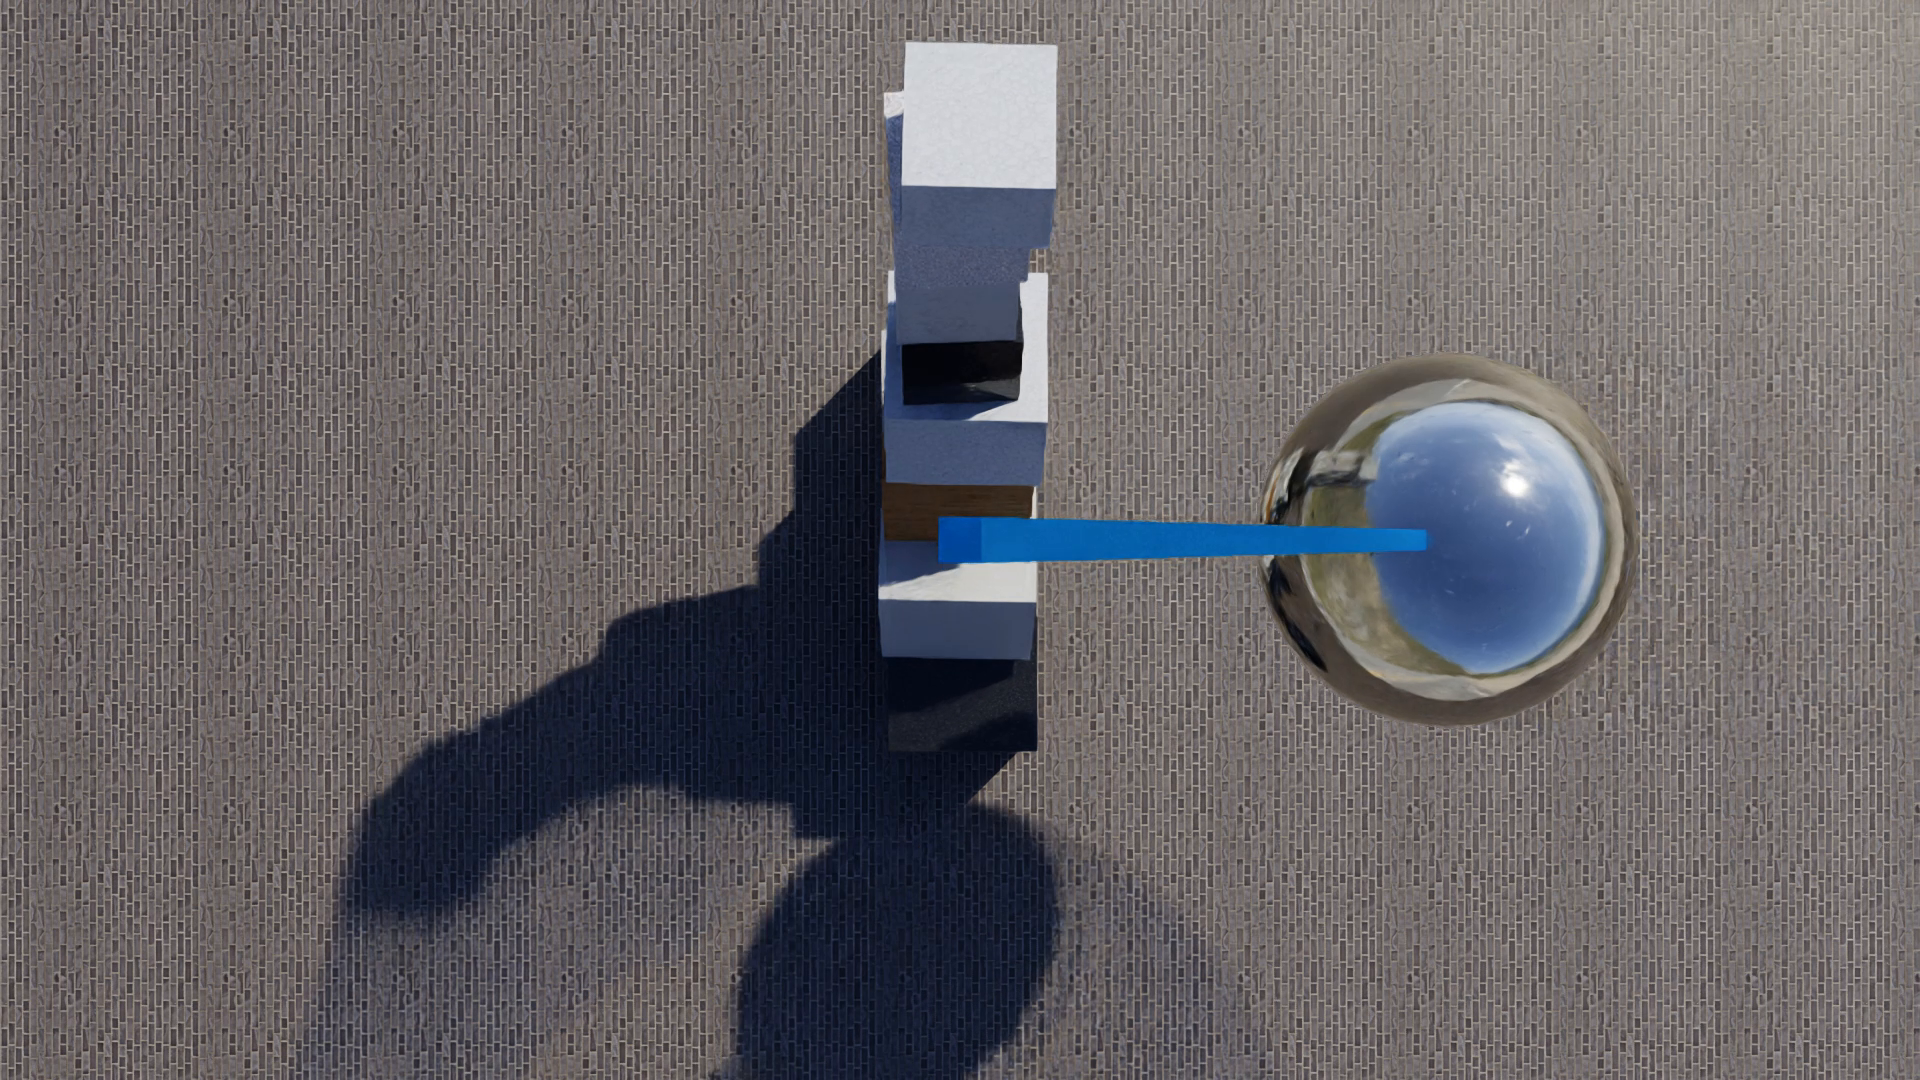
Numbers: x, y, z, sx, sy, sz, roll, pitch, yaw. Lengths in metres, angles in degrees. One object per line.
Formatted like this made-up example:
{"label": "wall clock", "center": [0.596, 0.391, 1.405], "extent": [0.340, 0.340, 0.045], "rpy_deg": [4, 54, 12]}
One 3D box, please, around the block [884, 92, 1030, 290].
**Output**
{"label": "block", "center": [-0.011, -1.410, 8.848], "extent": [0.545, 0.610, 0.567], "rpy_deg": [-4, 71, -2]}

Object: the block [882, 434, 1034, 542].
{"label": "block", "center": [-0.008, -0.472, 11.203], "extent": [0.745, 0.685, 0.737], "rpy_deg": [1, 64, 0]}

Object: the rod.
{"label": "rod", "center": [0.899, 0.000, 6.235], "extent": [0.080, 5.200, 0.080], "rpy_deg": [0, 90, 20]}

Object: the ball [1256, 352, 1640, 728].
{"label": "ball", "center": [2.074, 0.000, 9.425], "extent": [1.600, 1.600, 1.600], "rpy_deg": [0, 90, 0]}

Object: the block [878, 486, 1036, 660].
{"label": "block", "center": [-0.012, 0.153, 11.750], "extent": [0.808, 0.822, 0.712], "rpy_deg": [1, 66, 0]}

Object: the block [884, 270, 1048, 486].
{"label": "block", "center": [0.029, -0.775, 10.609], "extent": [0.756, 0.648, 0.810], "rpy_deg": [1, 64, 0]}

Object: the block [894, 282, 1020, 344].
{"label": "block", "center": [-0.024, -1.215, 9.437], "extent": [0.519, 0.615, 0.517], "rpy_deg": [-2, 70, -2]}

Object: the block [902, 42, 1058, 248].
{"label": "block", "center": [0.070, -1.479, 8.283], "extent": [0.561, 0.502, 0.587], "rpy_deg": [1, 72, 0]}

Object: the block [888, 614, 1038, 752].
{"label": "block", "center": [0.015, 0.794, 12.567], "extent": [0.822, 0.866, 0.746], "rpy_deg": [0, 90, 0]}

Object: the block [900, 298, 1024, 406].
{"label": "block", "center": [-0.007, -1.013, 10.014], "extent": [0.535, 0.593, 0.576], "rpy_deg": [-3, 68, -2]}

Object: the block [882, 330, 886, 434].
{"label": "block", "center": [0.007, -0.756, 12.603], "extent": [0.889, 0.794, 0.819], "rpy_deg": [0, 90, 0]}
